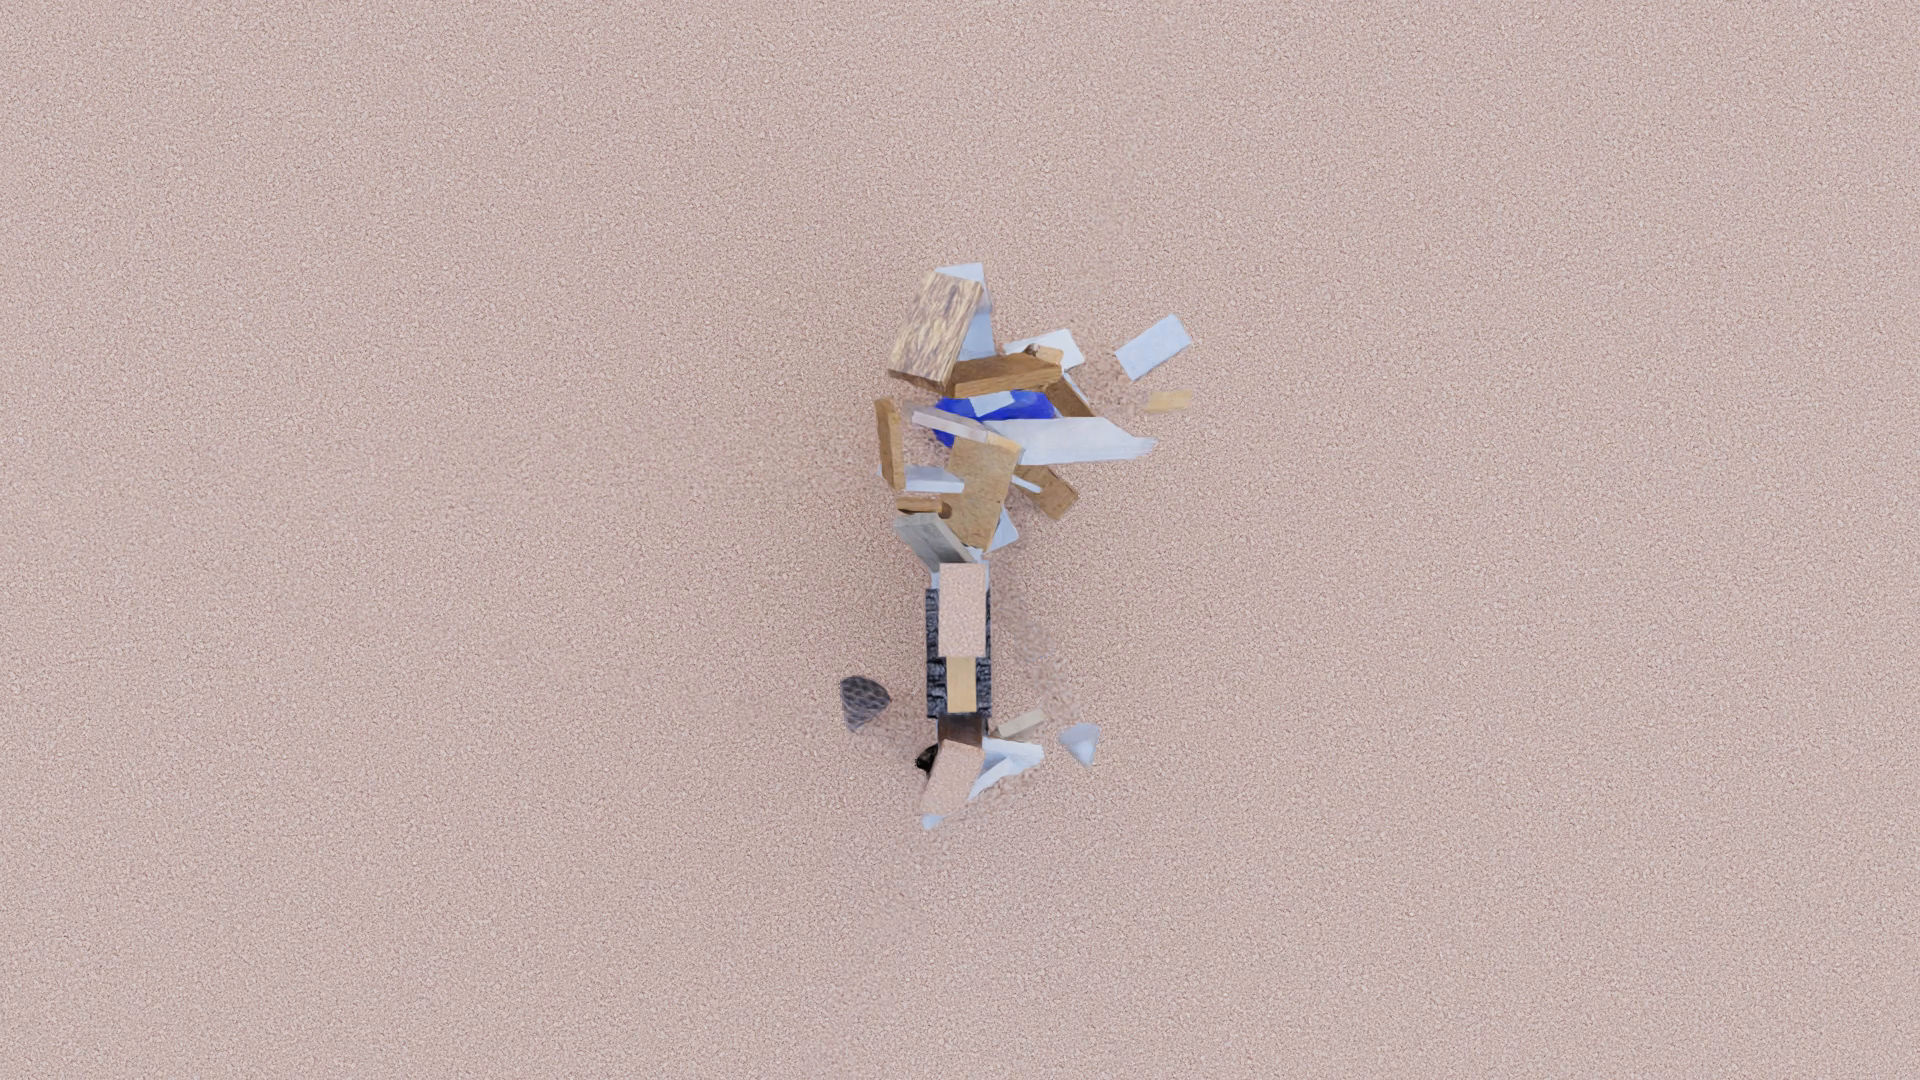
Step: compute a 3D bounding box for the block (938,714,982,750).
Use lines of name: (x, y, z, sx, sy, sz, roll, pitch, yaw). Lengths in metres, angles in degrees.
block: (0.000, 0.501, 4.257, 0.111, 0.222, 0.031, 1, 103, 0)

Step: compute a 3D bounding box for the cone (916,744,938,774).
cone: (-0.060, 0.764, 5.472, 0.127, 0.127, 0.127, -30, 117, 0)

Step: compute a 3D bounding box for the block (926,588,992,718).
block: (-0.004, 0.301, 4.392, 0.171, 0.049, 0.343, -1, 89, 0)

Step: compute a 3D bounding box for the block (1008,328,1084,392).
block: (0.260, -0.565, 5.177, 0.245, 0.035, 0.122, -26, 81, -25)

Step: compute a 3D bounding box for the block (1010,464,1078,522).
block: (0.267, -0.179, 5.444, 0.227, 0.032, 0.113, 40, 100, -14)

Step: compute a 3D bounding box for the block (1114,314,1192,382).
block: (0.617, -0.615, 5.274, 0.221, 0.031, 0.111, -33, 87, 18)

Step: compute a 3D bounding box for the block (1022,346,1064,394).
block: (0.236, -0.490, 4.738, 0.074, 0.021, 0.148, 12, 62, 31)

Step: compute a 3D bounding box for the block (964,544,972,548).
block: (0.005, 0.080, 4.668, 0.073, 0.021, 0.146, 4, 85, 0)

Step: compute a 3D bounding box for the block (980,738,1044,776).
block: (0.091, 0.596, 4.546, 0.131, 0.262, 0.037, -38, 53, 38)

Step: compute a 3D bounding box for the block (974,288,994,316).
block: (0.010, -0.640, 4.514, 0.155, 0.310, 0.044, -11, 94, 2)

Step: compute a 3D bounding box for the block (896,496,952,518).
block: (-0.091, -0.083, 4.250, 0.115, 0.230, 0.033, 5, 87, 6)

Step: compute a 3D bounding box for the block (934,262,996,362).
block: (0.014, -0.647, 4.692, 0.135, 0.038, 0.269, -8, 102, 1)

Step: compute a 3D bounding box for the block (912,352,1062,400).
block: (0.079, -0.452, 4.517, 0.155, 0.448, 0.044, 24, 116, 37)

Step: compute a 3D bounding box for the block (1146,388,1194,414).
block: (0.647, -0.428, 5.097, 0.020, 0.142, 0.071, 48, 54, -36)

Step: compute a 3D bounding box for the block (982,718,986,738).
block: (0.005, 0.511, 4.629, 0.131, 0.262, 0.037, -3, 103, 0)

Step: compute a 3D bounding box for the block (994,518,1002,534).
block: (0.021, -0.059, 4.689, 0.167, 0.335, 0.047, 26, 98, 3)

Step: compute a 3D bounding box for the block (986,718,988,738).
block: (0.003, 0.437, 4.782, 0.146, 0.041, 0.293, -3, 90, 0)

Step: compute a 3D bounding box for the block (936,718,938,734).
block: (0.002, 0.572, 5.048, 0.146, 0.488, 0.041, 0, 83, 0)

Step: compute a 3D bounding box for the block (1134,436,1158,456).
block: (0.542, -0.287, 5.044, 0.071, 0.142, 0.020, -42, 73, 26)

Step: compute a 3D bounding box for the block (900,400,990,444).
block: (-0.039, -0.299, 4.142, 0.207, 0.104, 0.029, 14, 106, -24)

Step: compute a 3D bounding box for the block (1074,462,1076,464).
block: (0.355, -0.309, 4.996, 0.020, 0.071, 0.142, 16, 51, -18)

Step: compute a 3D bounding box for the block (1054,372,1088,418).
block: (0.318, -0.508, 5.454, 0.111, 0.031, 0.221, -36, 90, 38)

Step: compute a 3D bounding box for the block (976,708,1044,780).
block: (0.111, 0.650, 5.008, 0.131, 0.999, 0.037, -22, 77, -13)

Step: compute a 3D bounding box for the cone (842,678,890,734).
cone: (-0.338, 0.575, 5.461, 0.172, 0.172, 0.172, 22, 117, 0)

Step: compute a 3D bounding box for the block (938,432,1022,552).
block: (0.039, -0.139, 4.400, 0.167, 0.047, 0.335, 23, 126, 9)

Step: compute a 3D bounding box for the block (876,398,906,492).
block: (-0.170, -0.236, 4.065, 0.029, 0.104, 0.207, -12, 117, -16)

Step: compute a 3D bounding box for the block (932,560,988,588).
block: (0.001, 0.241, 5.122, 0.176, 0.050, 0.353, 0, 90, 0)

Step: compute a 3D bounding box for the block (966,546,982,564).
block: (-0.001, 0.035, 4.445, 0.115, 0.427, 0.033, 12, 88, 1)

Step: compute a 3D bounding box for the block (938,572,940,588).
block: (-0.004, 0.209, 4.839, 0.120, 0.034, 0.239, 0, 90, 0)

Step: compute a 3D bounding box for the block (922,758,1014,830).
block: (0.025, 0.677, 4.419, 0.111, 0.315, 0.031, -42, 80, 35)

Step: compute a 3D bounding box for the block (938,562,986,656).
block: (0.006, 0.174, 4.119, 0.116, 0.033, 0.232, 1, 90, 0)

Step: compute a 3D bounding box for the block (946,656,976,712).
block: (0.004, 0.366, 4.210, 0.073, 0.021, 0.146, -1, 89, 0)

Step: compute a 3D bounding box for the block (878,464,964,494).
block: (-0.099, -0.159, 4.246, 0.207, 0.104, 0.029, 2, 114, -40)

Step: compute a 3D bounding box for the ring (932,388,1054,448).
ring: (0.106, -0.405, 5.304, 0.404, 0.404, 0.135, -11, 71, 0)

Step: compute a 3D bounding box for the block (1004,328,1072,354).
block: (0.257, -0.641, 5.443, 0.221, 0.111, 0.031, -14, 78, 0)

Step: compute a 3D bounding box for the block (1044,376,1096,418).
block: (0.307, -0.417, 4.848, 0.074, 0.021, 0.265, -28, 135, 19)

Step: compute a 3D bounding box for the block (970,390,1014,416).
block: (0.066, -0.498, 5.026, 0.122, 0.035, 0.245, -22, 129, 5)

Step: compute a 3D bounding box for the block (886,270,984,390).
block: (-0.064, -0.549, 4.297, 0.155, 0.044, 0.310, 15, 69, 13)

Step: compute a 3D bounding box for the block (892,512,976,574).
block: (-0.064, 0.008, 4.156, 0.115, 0.230, 0.033, -5, 57, 28)

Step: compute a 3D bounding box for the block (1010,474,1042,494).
block: (0.189, -0.179, 5.103, 0.132, 0.066, 0.019, 24, 95, 6)

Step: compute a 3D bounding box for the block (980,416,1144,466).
block: (0.290, -0.281, 4.632, 0.167, 0.577, 0.047, 36, 115, 31)

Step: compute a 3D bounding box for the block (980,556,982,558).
block: (0.025, -0.036, 4.872, 0.112, 0.032, 0.223, 13, 80, 1)

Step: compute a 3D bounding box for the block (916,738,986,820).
block: (-0.023, 0.608, 4.178, 0.111, 0.031, 0.222, 15, 122, -10)

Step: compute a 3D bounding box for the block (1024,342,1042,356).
block: (0.223, -0.541, 4.867, 0.074, 0.148, 0.021, 14, 75, -10)

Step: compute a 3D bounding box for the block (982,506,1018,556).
block: (0.061, -0.010, 5.261, 0.227, 0.032, 0.113, -25, 110, 11)

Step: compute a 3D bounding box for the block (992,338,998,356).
block: (0.052, -0.519, 4.868, 0.135, 0.269, 0.038, -18, 71, 4)
